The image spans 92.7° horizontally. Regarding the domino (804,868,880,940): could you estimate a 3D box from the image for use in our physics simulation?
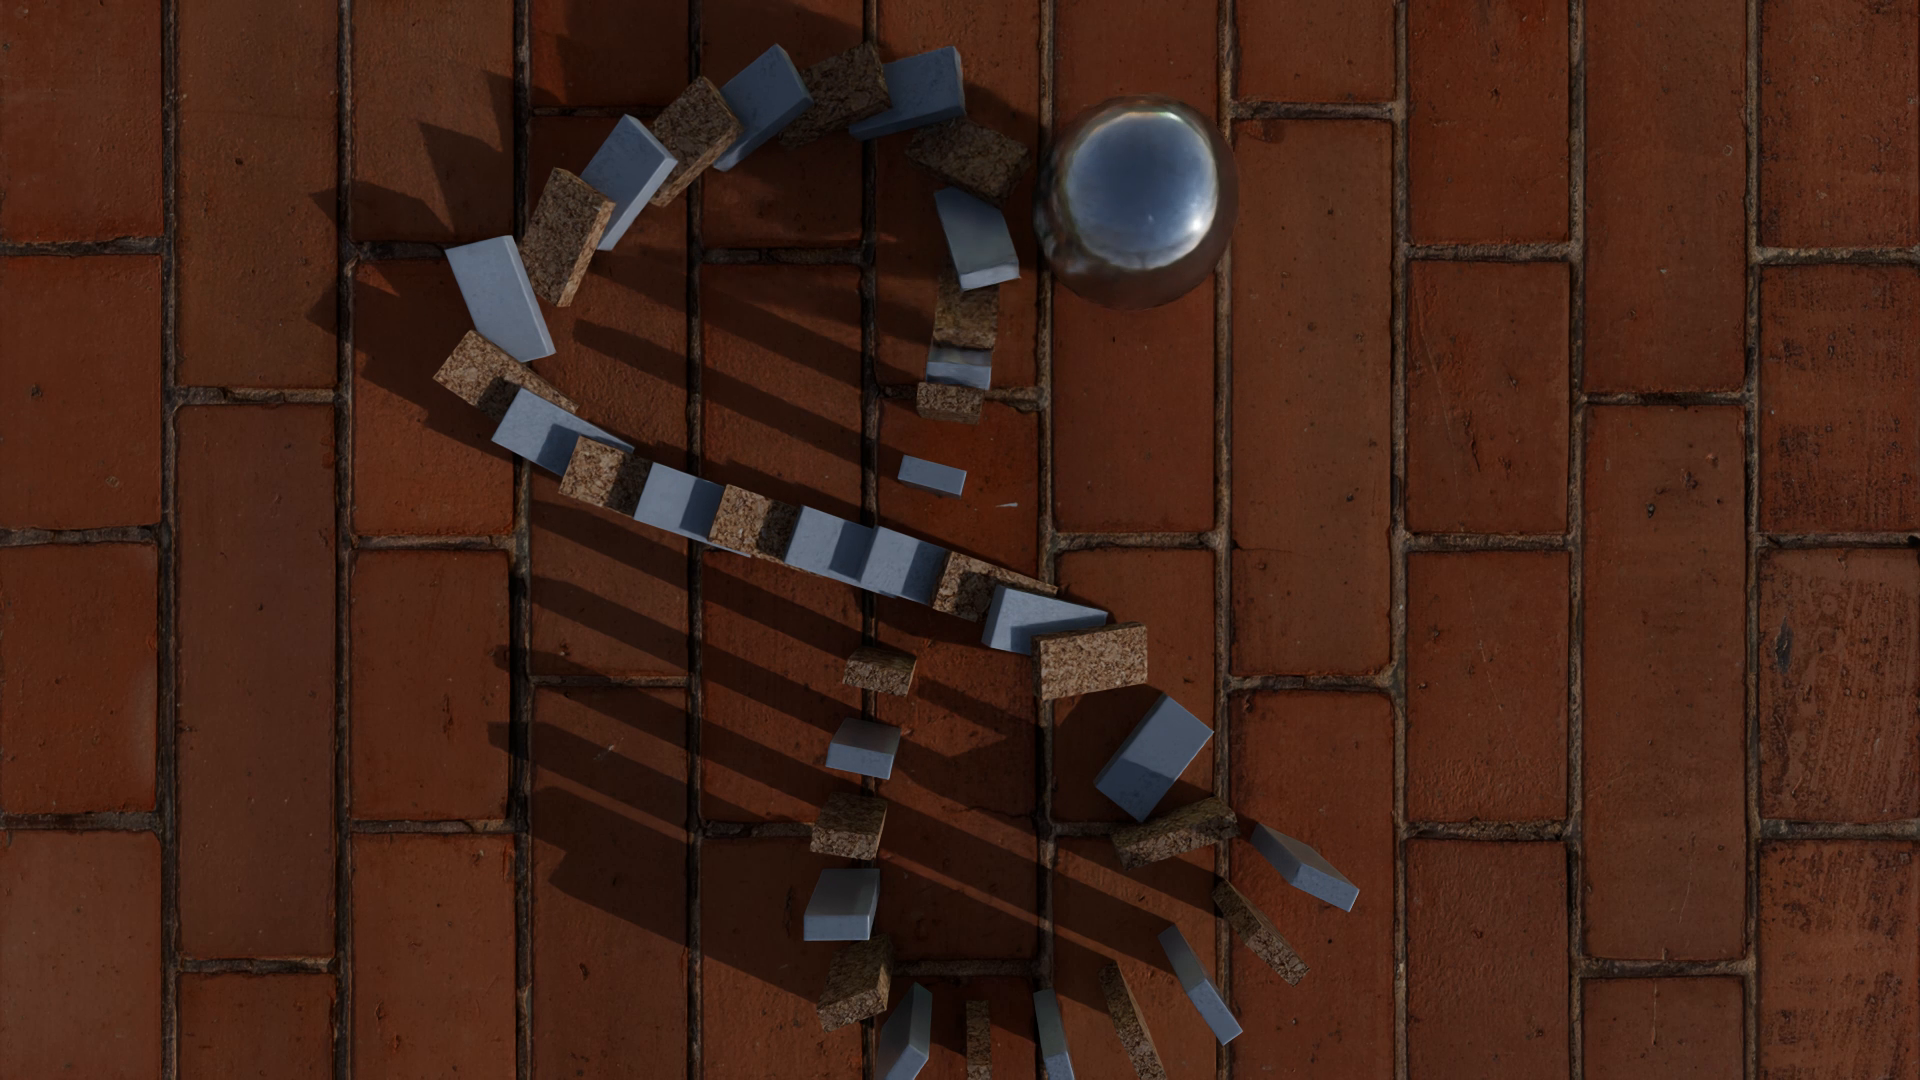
[{"bbox_3d":[-0.047,0.148,0.375,0.025,0.050,0.010,0,90,0],"label":"domino"}]

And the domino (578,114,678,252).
[{"bbox_3d":[-0.145,-0.150,0.388,0.050,0.010,0.025,-44,90,18],"label":"domino"}]

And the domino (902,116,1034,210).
[{"bbox_3d":[0.003,-0.162,0.387,0.050,0.010,0.025,33,90,21],"label":"domino"}]

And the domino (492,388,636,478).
[{"bbox_3d":[-0.167,-0.041,0.388,0.050,0.009,0.025,30,90,-18],"label":"domino"}]

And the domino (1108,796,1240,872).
[{"bbox_3d":[0.090,0.124,0.388,0.050,0.025,0.010,-18,90,0],"label":"domino"}]

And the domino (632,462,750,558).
[{"bbox_3d":[-0.109,-0.013,0.388,0.050,0.009,0.025,20,90,-18],"label":"domino"}]

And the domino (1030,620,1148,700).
[{"bbox_3d":[0.055,0.050,0.385,0.050,0.009,0.025,-6,99,-21],"label":"domino"}]

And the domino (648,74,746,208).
[{"bbox_3d":[-0.118,-0.168,0.388,0.050,0.009,0.025,-34,90,18],"label":"domino"}]

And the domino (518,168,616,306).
[{"bbox_3d":[-0.169,-0.127,0.388,0.025,0.009,0.050,34,108,0],"label":"domino"}]

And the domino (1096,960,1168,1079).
[{"bbox_3d":[0.069,0.197,0.375,0.010,0.050,0.025,-27,90,0],"label":"domino"}]

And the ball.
[{"bbox_3d":[0.068,-0.131,0.360,0.080,0.080,0.080,0,90,0],"label":"ball"}]

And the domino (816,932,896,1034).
[{"bbox_3d":[-0.042,0.180,0.375,0.025,0.050,0.010,-21,90,0],"label":"domino"}]

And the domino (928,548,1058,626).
[{"bbox_3d":[0.014,0.024,0.388,0.050,0.010,0.025,19,90,-17],"label":"domino"}]

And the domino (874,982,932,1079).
[{"bbox_3d":[-0.023,0.206,0.375,0.009,0.050,0.025,35,90,0],"label":"domino"}]

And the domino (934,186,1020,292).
[{"bbox_3d":[0.007,-0.129,0.384,0.025,0.009,0.050,-14,62,0],"label":"domino"}]

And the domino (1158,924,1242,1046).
[{"bbox_3d":[0.097,0.180,0.375,0.009,0.050,0.025,-35,90,0],"label":"domino"}]

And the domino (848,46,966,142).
[{"bbox_3d":[-0.024,-0.188,0.388,0.050,0.009,0.025,-6,90,18],"label":"domino"}]

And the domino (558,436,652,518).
[{"bbox_3d":[-0.140,-0.023,0.388,0.050,0.010,0.025,21,90,-18],"label":"domino"}]

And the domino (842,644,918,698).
[{"bbox_3d":[-0.032,0.053,0.375,0.025,0.050,0.009,13,90,0],"label":"domino"}]

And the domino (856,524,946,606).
[{"bbox_3d":[-0.016,0.013,0.388,0.050,0.010,0.025,19,90,-17],"label":"domino"}]

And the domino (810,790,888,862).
[{"bbox_3d":[-0.044,0.116,0.375,0.025,0.050,0.009,9,90,0],"label":"domino"}]

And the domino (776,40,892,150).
[{"bbox_3d":[-0.056,-0.187,0.388,0.050,0.009,0.025,-14,90,18],"label":"domino"}]

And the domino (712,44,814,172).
[{"bbox_3d":[-0.089,-0.182,0.388,0.050,0.010,0.025,-29,90,18],"label":"domino"}]

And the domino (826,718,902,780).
[{"bbox_3d":[-0.038,0.084,0.375,0.025,0.050,0.010,12,90,0],"label":"domino"}]

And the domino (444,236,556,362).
[{"bbox_3d":[-0.193,-0.100,0.387,0.025,0.010,0.050,-14,110,0],"label":"domino"}]

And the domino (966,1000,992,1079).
[{"bbox_3d":[0.008,0.213,0.375,0.009,0.050,0.025,-1,90,0],"label":"domino"}]

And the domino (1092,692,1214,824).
[{"bbox_3d":[0.083,0.094,0.395,0.025,0.009,0.050,38,90,0],"label":"domino"}]

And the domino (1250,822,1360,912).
[{"bbox_3d":[0.139,0.133,0.375,0.025,0.050,0.010,25,90,0],"label":"domino"}]

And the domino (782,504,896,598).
[{"bbox_3d":[-0.047,0.005,0.388,0.050,0.010,0.025,19,90,-17],"label":"domino"}]

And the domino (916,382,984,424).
[{"bbox_3d":[-0.004,-0.055,0.375,0.025,0.050,0.010,7,93,0],"label":"domino"}]

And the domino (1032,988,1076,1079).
[{"bbox_3d":[0.039,0.209,0.375,0.009,0.050,0.025,-15,90,0],"label":"domino"}]

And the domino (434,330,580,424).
[{"bbox_3d":[-0.191,-0.063,0.388,0.050,0.010,0.025,37,90,-18],"label":"domino"}]

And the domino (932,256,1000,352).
[{"bbox_3d":[0.003,-0.099,0.380,0.025,0.009,0.050,4,50,0],"label":"domino"}]

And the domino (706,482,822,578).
[{"bbox_3d":[-0.078,-0.004,0.388,0.050,0.010,0.025,20,90,-17],"label":"domino"}]

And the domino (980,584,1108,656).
[{"bbox_3d":[0.036,0.037,0.386,0.050,0.010,0.025,14,92,-23],"label":"domino"}]

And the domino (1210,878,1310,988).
[{"bbox_3d":[0.121,0.159,0.375,0.025,0.050,0.009,42,90,0],"label":"domino"}]

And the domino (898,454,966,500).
[{"bbox_3d":[-0.011,-0.025,0.375,0.025,0.050,0.009,15,90,0],"label":"domino"}]

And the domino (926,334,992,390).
[{"bbox_3d":[0.000,-0.076,0.376,0.025,0.050,0.010,5,119,0],"label":"domino"}]
